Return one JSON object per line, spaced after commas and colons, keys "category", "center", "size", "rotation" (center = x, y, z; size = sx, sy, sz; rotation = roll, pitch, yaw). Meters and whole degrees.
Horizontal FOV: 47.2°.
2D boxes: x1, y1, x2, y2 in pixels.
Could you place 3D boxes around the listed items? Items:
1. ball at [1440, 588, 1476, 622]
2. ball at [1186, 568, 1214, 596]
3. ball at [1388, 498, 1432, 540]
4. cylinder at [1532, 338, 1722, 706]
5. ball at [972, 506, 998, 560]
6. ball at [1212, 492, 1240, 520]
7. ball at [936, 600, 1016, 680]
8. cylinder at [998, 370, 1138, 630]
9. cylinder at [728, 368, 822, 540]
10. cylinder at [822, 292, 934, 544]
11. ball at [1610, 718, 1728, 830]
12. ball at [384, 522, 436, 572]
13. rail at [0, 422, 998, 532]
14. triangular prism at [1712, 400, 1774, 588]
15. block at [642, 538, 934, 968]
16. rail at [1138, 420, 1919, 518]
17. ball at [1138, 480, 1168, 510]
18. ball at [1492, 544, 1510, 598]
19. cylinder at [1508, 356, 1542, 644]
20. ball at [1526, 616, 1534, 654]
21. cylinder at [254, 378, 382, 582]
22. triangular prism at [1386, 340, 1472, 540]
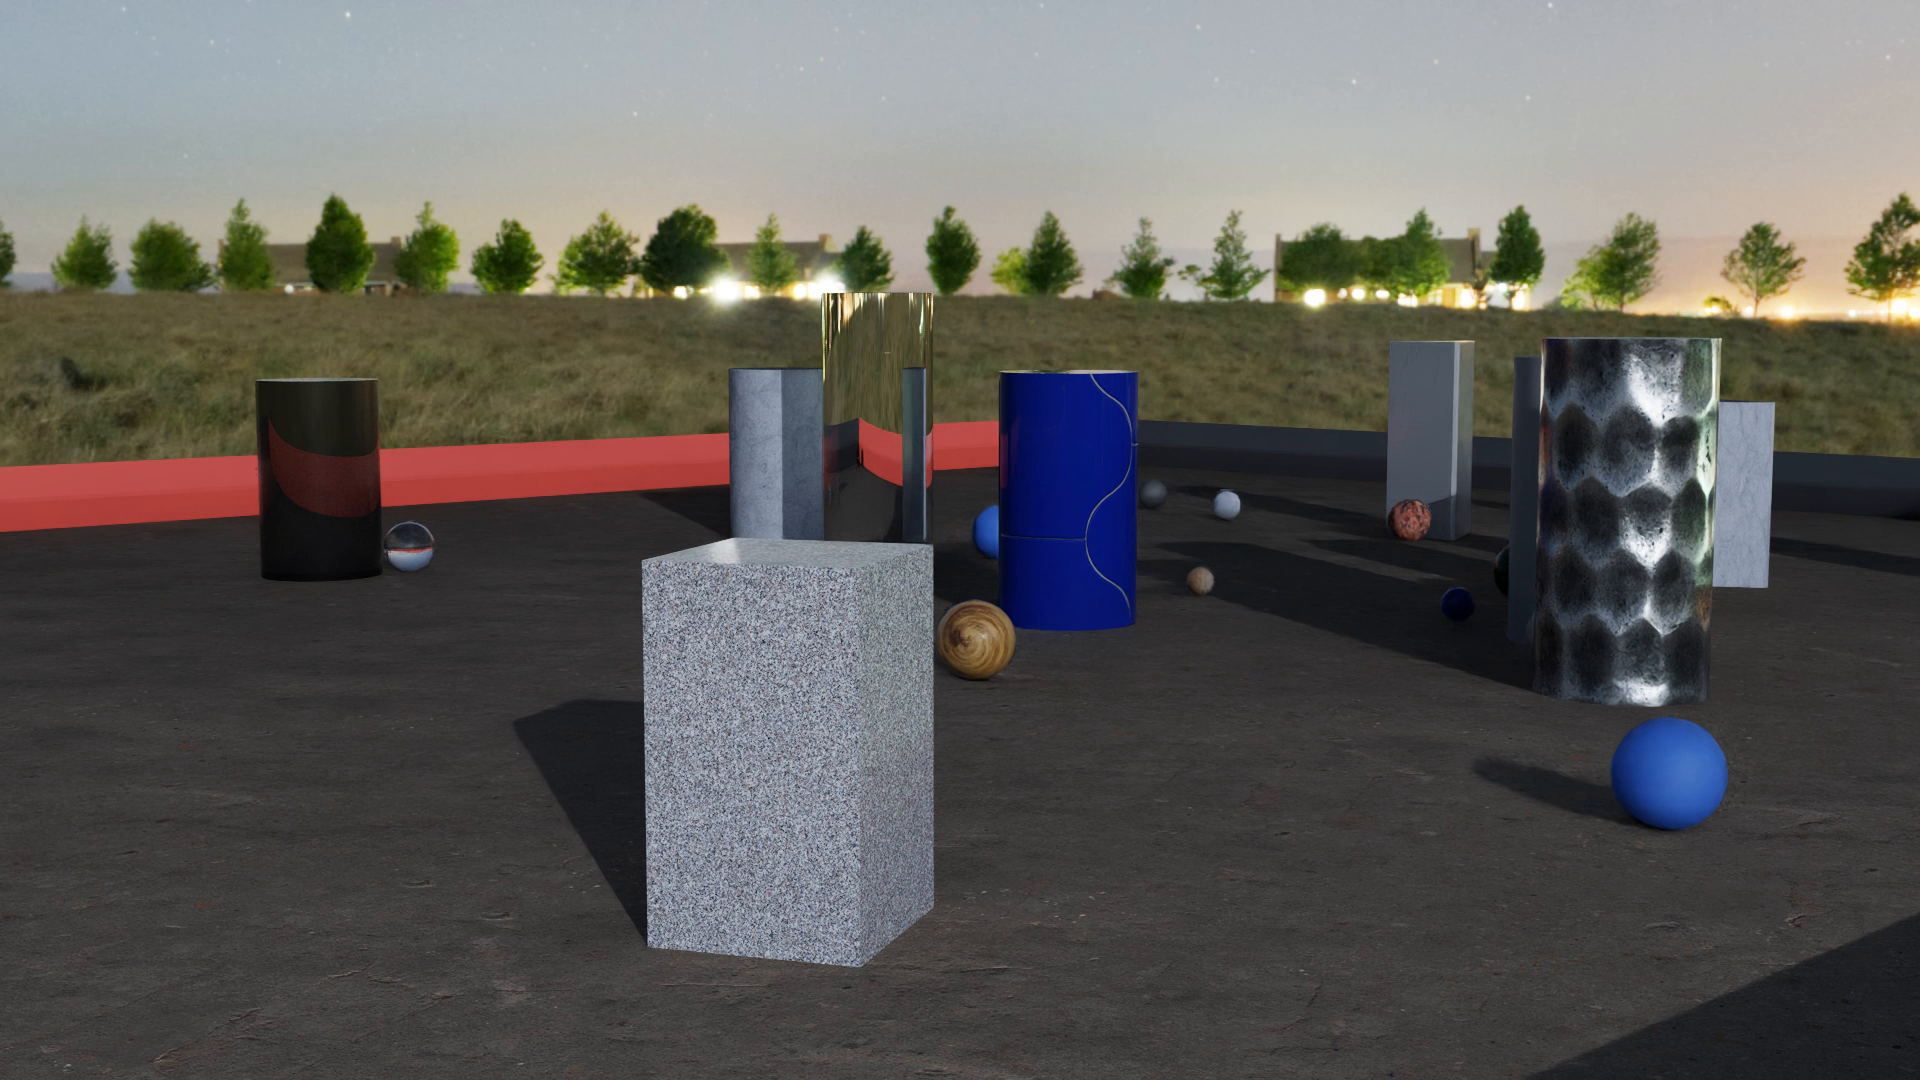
{"category": "ball", "center": [0.716, 0.093, 3.160], "size": [0.049, 0.049, 0.049], "rotation": [0, 6, 0]}
{"category": "ball", "center": [0.377, 0.065, 3.449], "size": [0.044, 0.044, 0.044], "rotation": [0, 6, 0]}
{"category": "ball", "center": [0.873, -0.039, 4.265], "size": [0.082, 0.082, 0.082], "rotation": [0, 6, 0]}
{"category": "cylinder", "center": [0.774, -0.028, 2.560], "size": [0.199, 0.413, 0.199], "rotation": [0, 6, 0]}
{"category": "ball", "center": [0.070, -0.013, 3.950], "size": [0.096, 0.096, 0.096], "rotation": [0, 6, 0]}
{"category": "ball", "center": [0.569, -0.074, 4.699], "size": [0.061, 0.061, 0.061], "rotation": [0, 6, 0]}
{"category": "ball", "center": [0.019, 0.121, 2.660], "size": [0.097, 0.097, 0.097], "rotation": [0, 6, 0]}
{"category": "cylinder", "center": [0.155, -0.062, 3.151], "size": [0.199, 0.358, 0.199], "rotation": [0, 6, 0]}
{"category": "cylinder", "center": [-0.352, -0.169, 4.308], "size": [0.199, 0.332, 0.199], "rotation": [0, 6, 0]}
{"category": "cylinder", "center": [-0.147, -0.201, 3.922], "size": [0.199, 0.476, 0.199], "rotation": [0, 6, 0]}
{"category": "ball", "center": [0.611, 0.201, 1.894], "size": [0.096, 0.096, 0.096], "rotation": [0, 6, 0]}
{"category": "ball", "center": [-0.942, 0.012, 3.763], "size": [0.086, 0.086, 0.086], "rotation": [0, 6, 0]}
{"category": "rail", "center": [-1.429, -0.127, 4.872], "size": [4.892, 0.129, 0.045], "rotation": [-5, 8, -42]}
{"category": "triangular prism", "center": [1.236, -0.081, 3.626], "size": [0.172, 0.298, 0.149], "rotation": [1, 6, 13]}
{"category": "block", "center": [-0.119, 0.145, 1.581], "size": [0.159, 0.273, 0.159], "rotation": [2, 6, 18]}
{"category": "rail", "center": [1.780, -0.137, 4.966], "size": [0.045, 0.129, 4.262], "rotation": [-5, 8, -42]}
{"category": "ball", "center": [0.433, -0.103, 4.946], "size": [0.068, 0.068, 0.068], "rotation": [0, 6, 0]}
{"category": "ball", "center": [0.864, 0.047, 3.354], "size": [0.099, 0.099, 0.099], "rotation": [0, 6, 0]}
{"category": "cylinder", "center": [0.846, -0.055, 2.969], "size": [0.199, 0.383, 0.199], "rotation": [0, 6, 0]}
{"category": "ball", "center": [0.752, 0.120, 2.774], "size": [0.074, 0.074, 0.074], "rotation": [0, 6, 0]}
{"category": "cylinder", "center": [-1.079, -0.105, 3.707], "size": [0.199, 0.330, 0.199], "rotation": [0, 6, 0]}
{"category": "triangular prism", "center": [0.965, -0.202, 4.367], "size": [0.149, 0.385, 0.172], "rotation": [-5, 7, -37]}
